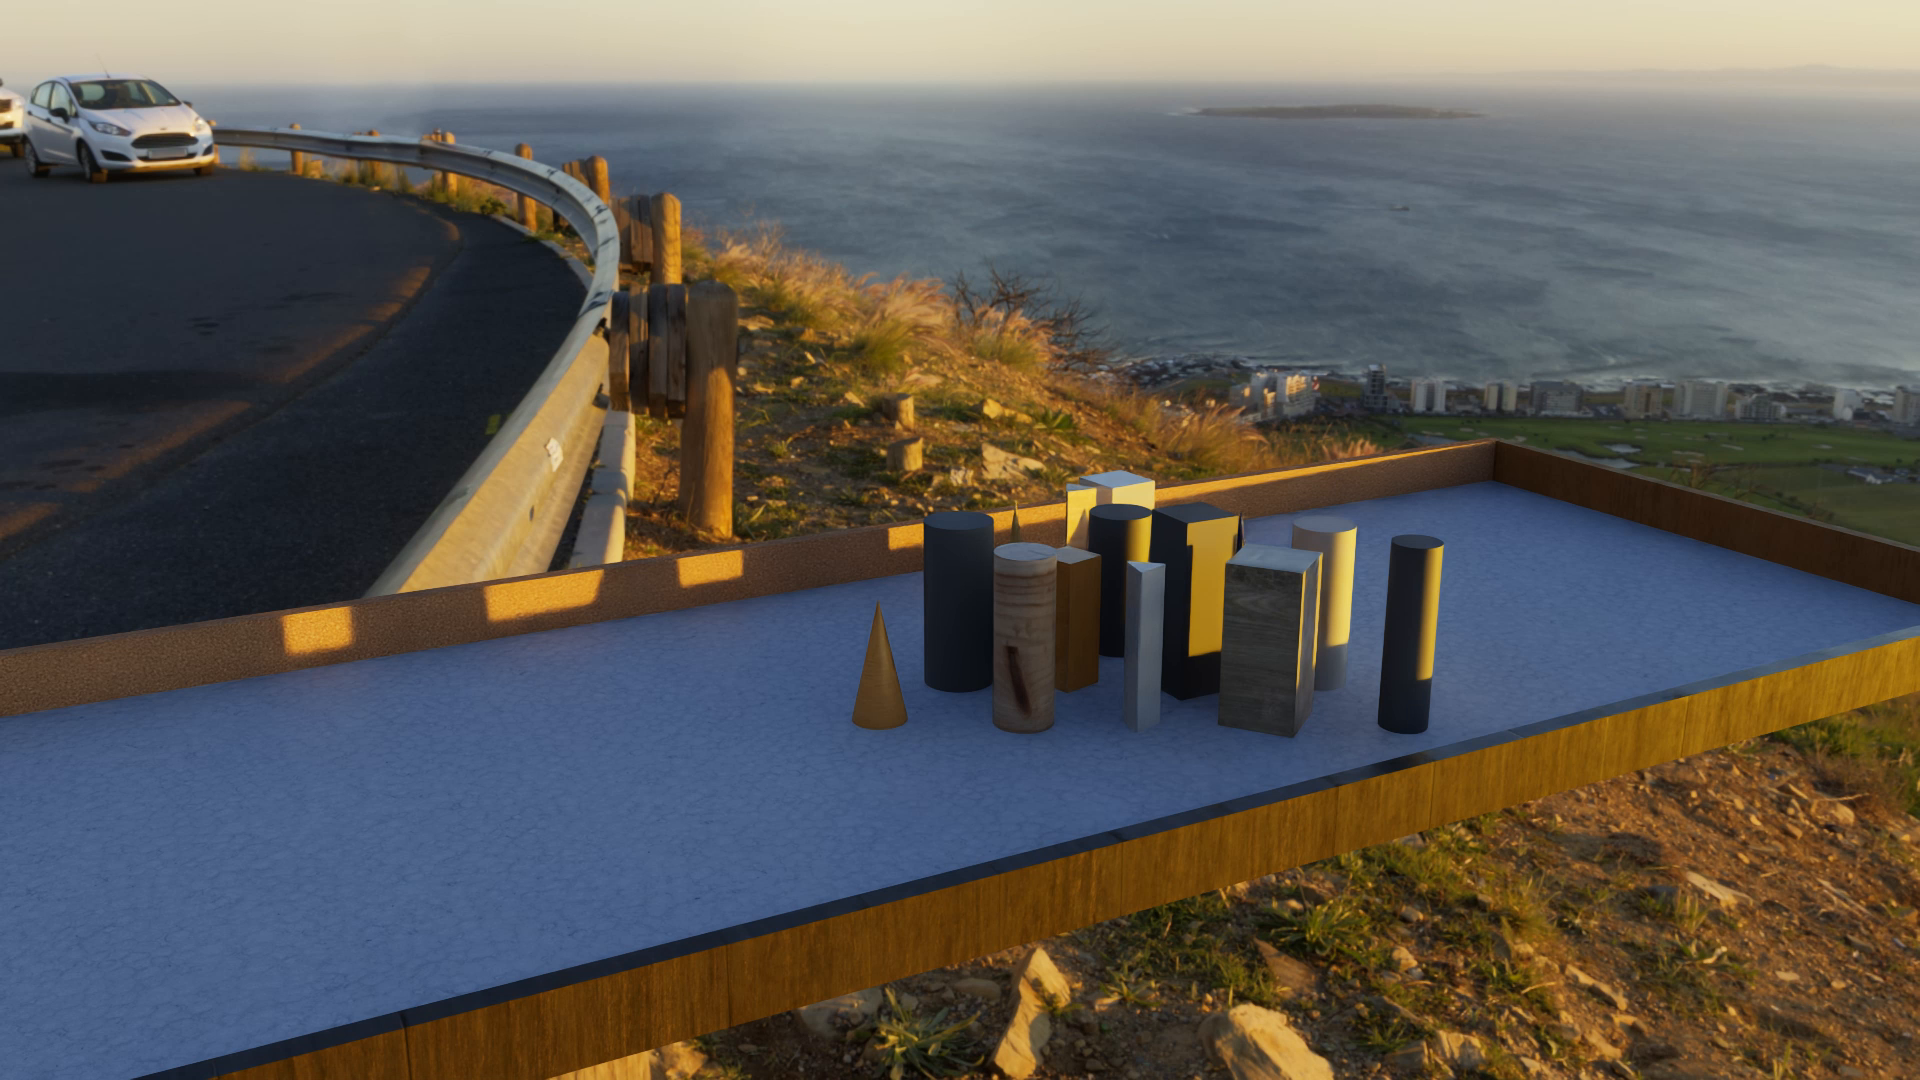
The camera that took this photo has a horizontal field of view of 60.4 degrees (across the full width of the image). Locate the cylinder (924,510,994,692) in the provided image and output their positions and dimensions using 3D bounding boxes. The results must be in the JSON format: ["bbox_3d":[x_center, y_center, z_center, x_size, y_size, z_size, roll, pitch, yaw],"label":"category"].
[{"bbox_3d":[-0.003,0.152,4.097,0.173,0.418,0.173,0,16,0],"label":"cylinder"}]

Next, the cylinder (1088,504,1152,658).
[{"bbox_3d":[0.418,0.105,4.337,0.164,0.372,0.164,0,16,0],"label":"cylinder"}]

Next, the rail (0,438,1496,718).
[{"bbox_3d":[-3.305,0.497,3.399,12.000,0.150,0.050,-9,18,-27],"label":"rail"}]

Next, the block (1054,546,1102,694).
[{"bbox_3d":[0.268,0.196,4.097,0.112,0.333,0.112,-15,22,-41],"label":"block"}]

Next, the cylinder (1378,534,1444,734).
[{"bbox_3d":[1.041,0.219,3.815,0.116,0.449,0.116,0,16,0],"label":"cylinder"}]

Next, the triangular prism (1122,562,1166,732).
[{"bbox_3d":[0.413,0.244,3.830,0.075,0.392,0.087,16,22,42],"label":"triangular prism"}]

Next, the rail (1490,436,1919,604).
[{"bbox_3d":[2.466,-0.048,5.253,0.050,0.150,2.100,-9,18,-27],"label":"rail"}]

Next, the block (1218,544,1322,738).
[{"bbox_3d":[0.726,0.232,3.859,0.180,0.398,0.180,8,18,24],"label":"block"}]

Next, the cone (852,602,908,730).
[{"bbox_3d":[-0.190,0.280,3.870,0.133,0.300,0.133,0,16,0],"label":"cone"}]

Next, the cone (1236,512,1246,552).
[{"bbox_3d":[0.727,0.106,4.318,0.140,0.381,0.140,0,16,0],"label":"cone"}]

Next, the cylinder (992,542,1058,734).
[{"bbox_3d":[0.150,0.228,3.836,0.146,0.420,0.146,0,16,0],"label":"cylinder"}]

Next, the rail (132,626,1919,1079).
[{"bbox_3d":[-2.336,1.006,1.665,12.000,0.150,0.050,-9,18,-27],"label":"rail"}]

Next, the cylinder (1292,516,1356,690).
[{"bbox_3d":[0.894,0.156,4.100,0.153,0.408,0.153,0,16,0],"label":"cylinder"}]

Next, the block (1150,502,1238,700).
[{"bbox_3d":[0.568,0.148,4.054,0.149,0.449,0.149,-8,18,-27],"label":"block"}]

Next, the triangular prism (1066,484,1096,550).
[{"bbox_3d":[0.317,0.027,4.615,0.093,0.365,0.080,-8,18,-25],"label":"triangular prism"}]

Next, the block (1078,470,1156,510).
[{"bbox_3d":[0.456,-0.021,4.844,0.156,0.328,0.156,-11,19,-32],"label":"block"}]

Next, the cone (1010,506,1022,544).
[{"bbox_3d":[0.145,0.091,4.326,0.116,0.406,0.116,0,16,0],"label":"cone"}]
